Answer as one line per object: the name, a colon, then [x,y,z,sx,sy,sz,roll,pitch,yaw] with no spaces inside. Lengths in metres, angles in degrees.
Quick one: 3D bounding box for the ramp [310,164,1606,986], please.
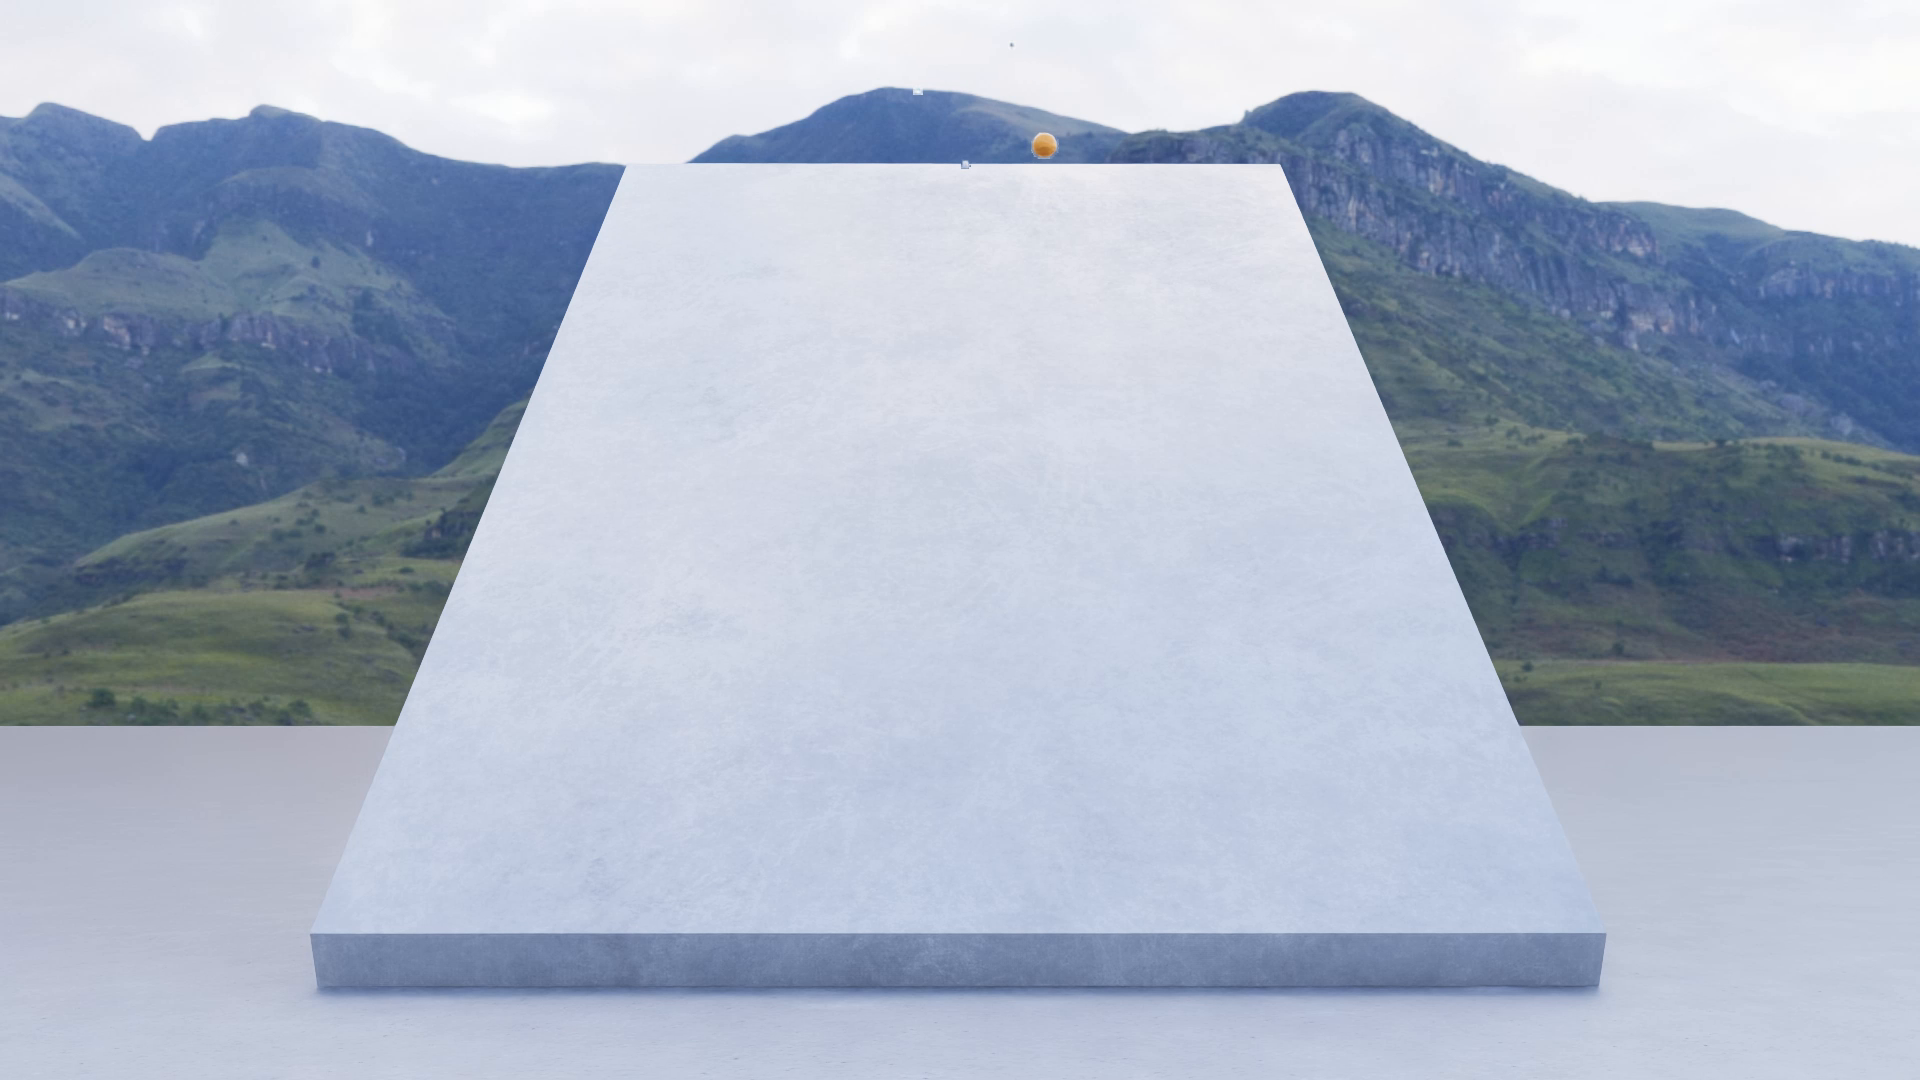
ramp: [-0.010,-0.229,5.453,2.000,0.100,4.000,0,26,0]
